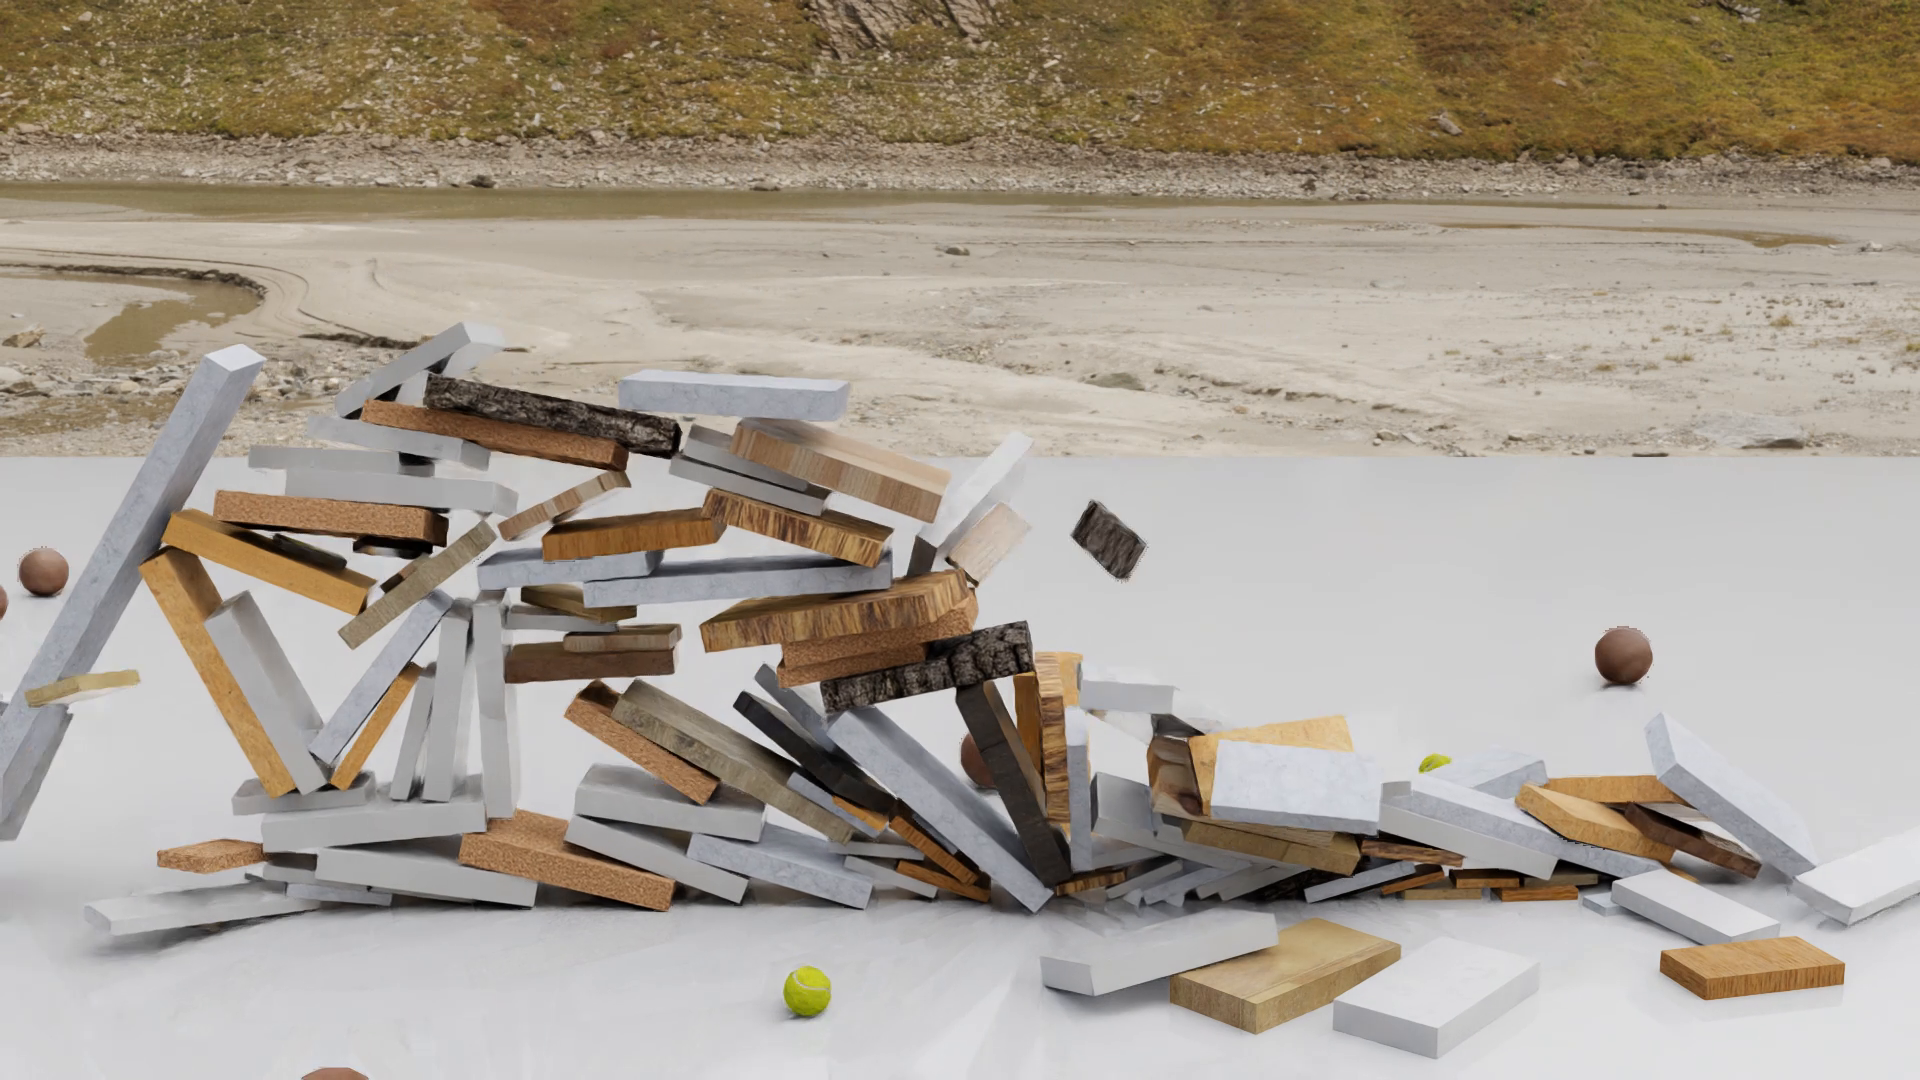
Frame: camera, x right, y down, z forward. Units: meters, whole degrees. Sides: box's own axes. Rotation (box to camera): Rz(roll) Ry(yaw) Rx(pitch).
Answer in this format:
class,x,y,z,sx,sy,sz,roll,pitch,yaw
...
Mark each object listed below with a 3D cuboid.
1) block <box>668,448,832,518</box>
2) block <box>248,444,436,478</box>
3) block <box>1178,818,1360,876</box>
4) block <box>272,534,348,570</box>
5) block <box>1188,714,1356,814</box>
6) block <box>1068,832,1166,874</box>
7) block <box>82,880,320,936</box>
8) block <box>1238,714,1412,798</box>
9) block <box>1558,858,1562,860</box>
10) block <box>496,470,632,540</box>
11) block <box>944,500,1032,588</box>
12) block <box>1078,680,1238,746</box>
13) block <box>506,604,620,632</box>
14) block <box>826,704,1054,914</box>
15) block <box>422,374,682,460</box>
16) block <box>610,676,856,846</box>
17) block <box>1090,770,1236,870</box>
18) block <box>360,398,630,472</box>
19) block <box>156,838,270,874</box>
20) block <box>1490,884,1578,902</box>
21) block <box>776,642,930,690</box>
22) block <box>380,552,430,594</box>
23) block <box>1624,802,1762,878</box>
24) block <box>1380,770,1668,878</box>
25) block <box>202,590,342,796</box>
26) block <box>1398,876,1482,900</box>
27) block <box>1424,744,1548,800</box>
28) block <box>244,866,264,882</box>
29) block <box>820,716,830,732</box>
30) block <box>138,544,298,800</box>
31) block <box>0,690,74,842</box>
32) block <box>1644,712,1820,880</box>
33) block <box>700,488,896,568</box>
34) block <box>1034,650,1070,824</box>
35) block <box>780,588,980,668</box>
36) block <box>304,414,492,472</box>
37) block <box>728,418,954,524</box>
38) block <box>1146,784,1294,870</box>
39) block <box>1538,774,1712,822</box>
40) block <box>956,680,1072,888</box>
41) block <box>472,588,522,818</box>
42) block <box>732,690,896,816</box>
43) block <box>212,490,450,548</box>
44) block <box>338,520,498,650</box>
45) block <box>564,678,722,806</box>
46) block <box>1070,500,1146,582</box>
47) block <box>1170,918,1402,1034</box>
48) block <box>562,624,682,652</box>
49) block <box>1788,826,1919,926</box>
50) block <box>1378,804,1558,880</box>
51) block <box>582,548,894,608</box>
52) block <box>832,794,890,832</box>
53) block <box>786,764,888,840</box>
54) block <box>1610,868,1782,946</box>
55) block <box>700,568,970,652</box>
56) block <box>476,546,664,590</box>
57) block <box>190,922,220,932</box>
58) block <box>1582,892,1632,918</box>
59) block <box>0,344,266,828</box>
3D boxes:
class,x,y,z,sx,sy,sz,roll,pitch,yaw
block,-0.338,-0.094,3.560,0.254,0.029,0.102,16,11,1
block,-1.004,-0.121,3.577,0.260,0.037,0.130,3,-6,13
block,0.491,0.450,3.551,0.291,0.041,0.145,13,31,-14
block,-1.062,0.019,3.591,0.112,0.016,0.056,22,0,-32
block,0.489,0.348,3.424,0.249,0.035,0.125,-8,47,-1
block,0.255,0.506,3.644,0.200,0.024,0.085,-17,19,25
block,-1.196,0.579,3.487,0.087,0.025,0.363,17,10,40
block,0.567,0.349,3.463,0.262,0.037,0.131,-6,47,2
block,1.077,0.551,3.836,0.116,0.016,0.058,1,11,7
block,-0.638,-0.055,3.550,0.203,0.029,0.102,-25,-2,5
block,0.048,0.007,3.645,0.143,0.072,0.020,-46,-5,-27
block,0.325,0.286,3.514,0.153,0.043,0.351,2,-14,26
block,-0.654,0.129,3.631,0.176,0.025,0.088,2,9,-5
block,-0.029,0.425,3.618,0.449,0.048,0.171,41,9,-5
block,-0.651,-0.196,3.544,0.393,0.049,0.172,10,-4,-3
block,-0.365,0.365,3.642,0.438,0.038,0.135,29,11,-3
block,0.331,0.457,3.581,0.239,0.034,0.120,17,31,-8
block,-0.747,-0.167,3.551,0.406,0.037,0.131,10,-5,2
block,-1.184,0.501,3.493,0.087,0.025,0.174,6,1,17
block,0.956,0.582,3.663,0.128,0.018,0.064,-1,11,-4
block,-0.173,0.190,3.597,0.240,0.034,0.120,-12,9,6
block,-0.901,0.053,3.568,0.056,0.016,0.112,-43,10,-32
block,1.242,0.509,3.730,0.209,0.030,0.104,21,10,-9
block,0.867,0.453,3.644,0.659,0.037,0.131,18,10,-18
block,-1.114,0.246,3.575,0.045,0.320,0.160,-26,13,-2
block,0.798,0.581,3.670,0.128,0.018,0.064,0,11,-2
block,0.868,0.452,3.925,0.318,0.045,0.159,-19,9,-14
block,-1.167,0.572,3.731,0.092,0.013,0.046,8,13,37
block,-0.082,0.419,3.615,0.375,0.013,0.047,41,9,-5
block,-1.184,0.205,3.559,0.045,0.426,0.160,-26,12,-2
block,-1.599,0.379,3.677,0.130,0.260,0.037,18,17,-41
block,1.309,0.438,3.733,0.328,0.045,0.159,35,27,-11
block,-0.259,-0.028,3.545,0.291,0.041,0.145,17,11,3
block,0.147,0.316,3.505,0.035,0.249,0.125,-5,31,0
block,-0.128,0.142,3.585,0.305,0.043,0.153,-11,10,8
block,-0.907,-0.156,3.557,0.261,0.037,0.131,9,-4,8
block,-0.190,-0.124,3.558,0.344,0.049,0.172,19,15,1
block,0.426,0.459,3.571,0.239,0.034,0.120,14,31,-13
block,1.164,0.458,3.878,0.162,0.046,0.324,20,-18,-35
block,0.089,0.381,3.583,0.048,0.341,0.171,-24,9,6
block,-0.760,0.263,3.614,0.043,0.355,0.152,-2,13,-5
block,-0.247,0.353,3.674,0.120,0.034,0.349,31,0,-39
block,-1.007,-0.034,3.534,0.330,0.047,0.165,5,-5,0
block,-0.877,0.070,3.567,0.275,0.039,0.138,-38,9,-2
block,-0.515,0.332,3.635,0.271,0.038,0.135,33,11,-1
block,0.241,0.000,3.585,0.020,0.072,0.143,18,18,-40
block,0.486,0.642,3.262,0.338,0.046,0.162,-10,14,-42
block,-0.554,0.161,3.620,0.176,0.025,0.088,-1,9,7
block,1.818,0.512,3.897,1.183,0.030,0.104,-8,27,-41
block,0.789,0.467,3.632,0.382,0.041,0.145,18,11,-19
block,-0.357,0.061,3.587,0.492,0.041,0.145,-4,10,1
block,-0.161,0.438,3.570,0.094,0.013,0.047,31,11,3
block,-0.197,0.427,3.622,0.171,0.024,0.086,31,12,5
block,1.172,0.593,3.511,0.118,0.033,0.236,-7,17,-32
block,-0.204,0.115,3.569,0.407,0.047,0.167,-8,10,24
block,-0.631,0.037,3.579,0.275,0.039,0.138,-5,10,5
block,-1.224,0.597,3.495,0.092,0.013,0.046,15,15,-16
block,1.087,0.594,3.604,0.116,0.016,0.058,-4,11,-21
block,-1.409,0.151,3.520,0.047,1.054,0.165,32,10,-5
